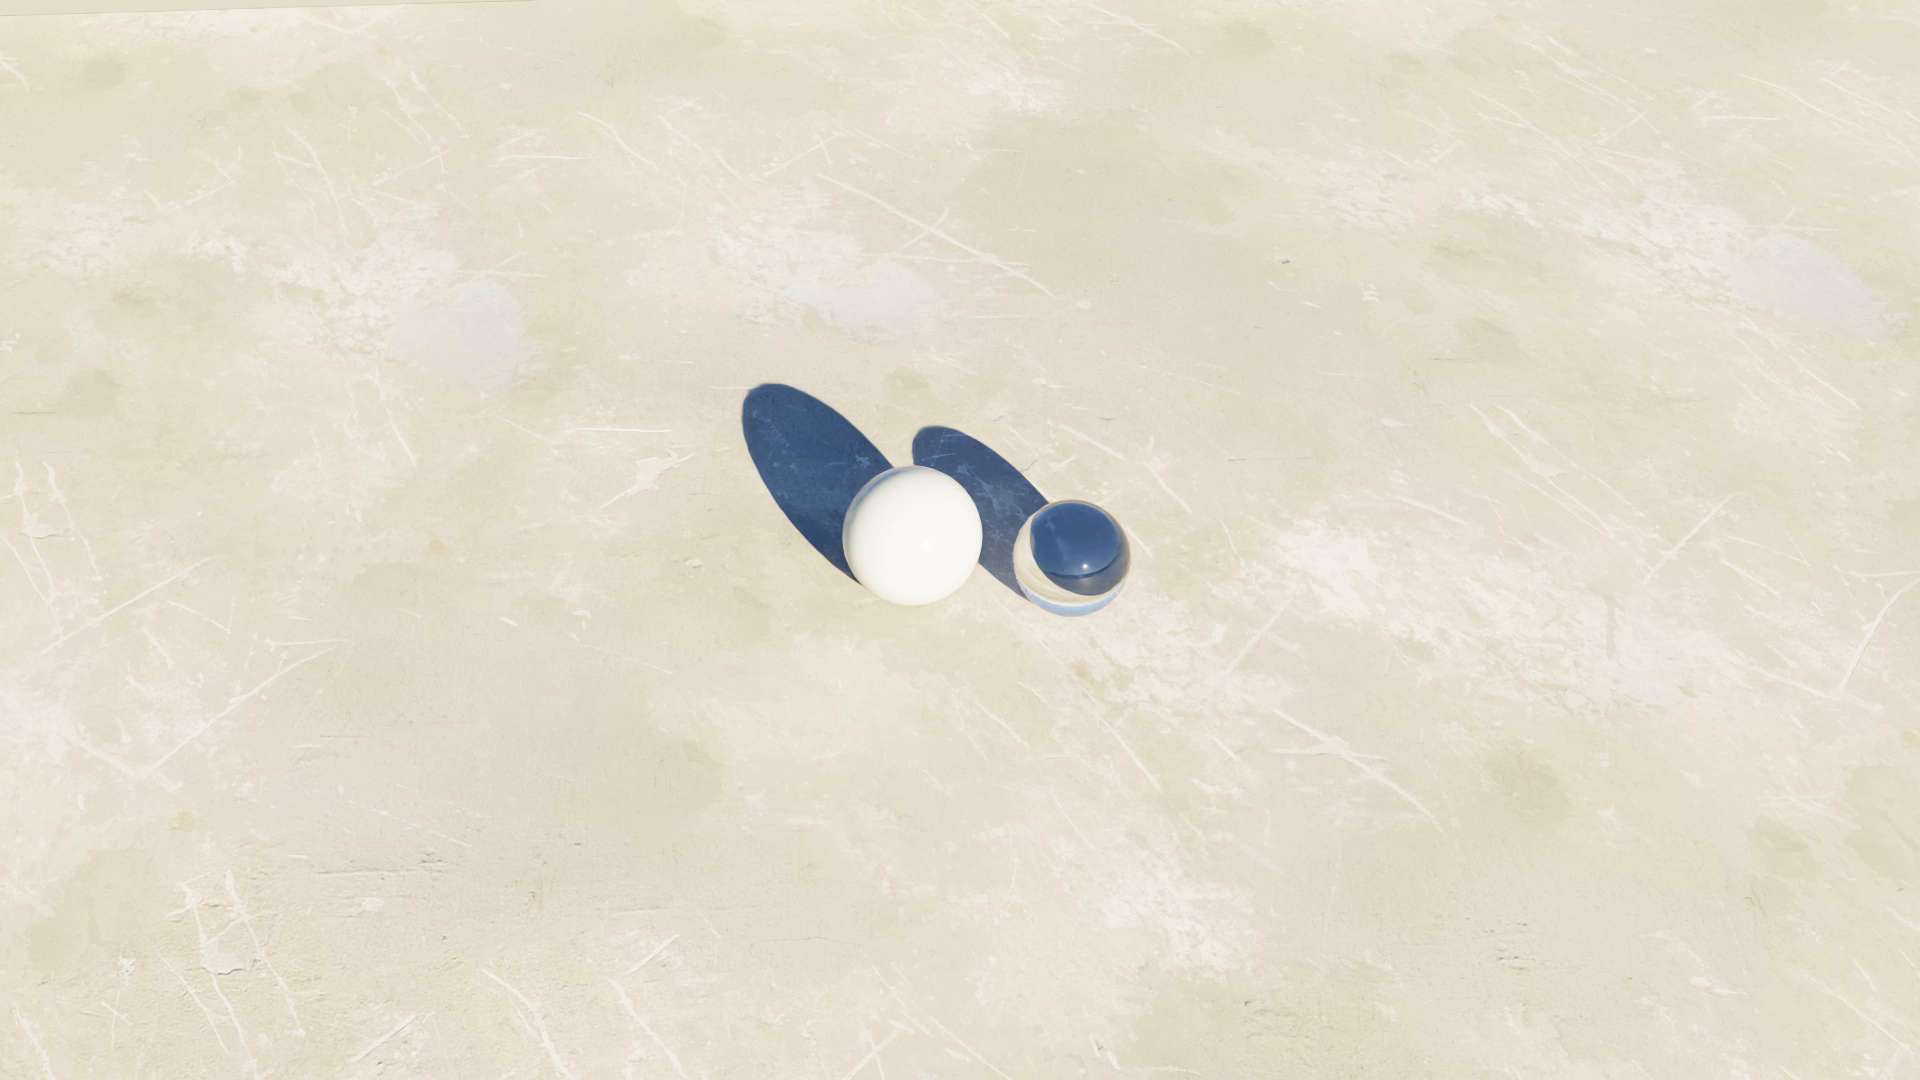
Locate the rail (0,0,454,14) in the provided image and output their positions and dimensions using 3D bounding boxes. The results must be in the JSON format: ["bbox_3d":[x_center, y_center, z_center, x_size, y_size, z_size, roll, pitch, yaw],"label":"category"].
[{"bbox_3d":[0.809,-0.577,2.360,3.496,0.114,0.045,-2,36,-3],"label":"rail"}]

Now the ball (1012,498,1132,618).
[{"bbox_3d":[0.069,0.011,1.590,0.074,0.074,0.074,0,36,0],"label":"ball"}]

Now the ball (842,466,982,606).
[{"bbox_3d":[-0.030,-0.003,1.597,0.088,0.088,0.088,0,36,0],"label":"ball"}]
